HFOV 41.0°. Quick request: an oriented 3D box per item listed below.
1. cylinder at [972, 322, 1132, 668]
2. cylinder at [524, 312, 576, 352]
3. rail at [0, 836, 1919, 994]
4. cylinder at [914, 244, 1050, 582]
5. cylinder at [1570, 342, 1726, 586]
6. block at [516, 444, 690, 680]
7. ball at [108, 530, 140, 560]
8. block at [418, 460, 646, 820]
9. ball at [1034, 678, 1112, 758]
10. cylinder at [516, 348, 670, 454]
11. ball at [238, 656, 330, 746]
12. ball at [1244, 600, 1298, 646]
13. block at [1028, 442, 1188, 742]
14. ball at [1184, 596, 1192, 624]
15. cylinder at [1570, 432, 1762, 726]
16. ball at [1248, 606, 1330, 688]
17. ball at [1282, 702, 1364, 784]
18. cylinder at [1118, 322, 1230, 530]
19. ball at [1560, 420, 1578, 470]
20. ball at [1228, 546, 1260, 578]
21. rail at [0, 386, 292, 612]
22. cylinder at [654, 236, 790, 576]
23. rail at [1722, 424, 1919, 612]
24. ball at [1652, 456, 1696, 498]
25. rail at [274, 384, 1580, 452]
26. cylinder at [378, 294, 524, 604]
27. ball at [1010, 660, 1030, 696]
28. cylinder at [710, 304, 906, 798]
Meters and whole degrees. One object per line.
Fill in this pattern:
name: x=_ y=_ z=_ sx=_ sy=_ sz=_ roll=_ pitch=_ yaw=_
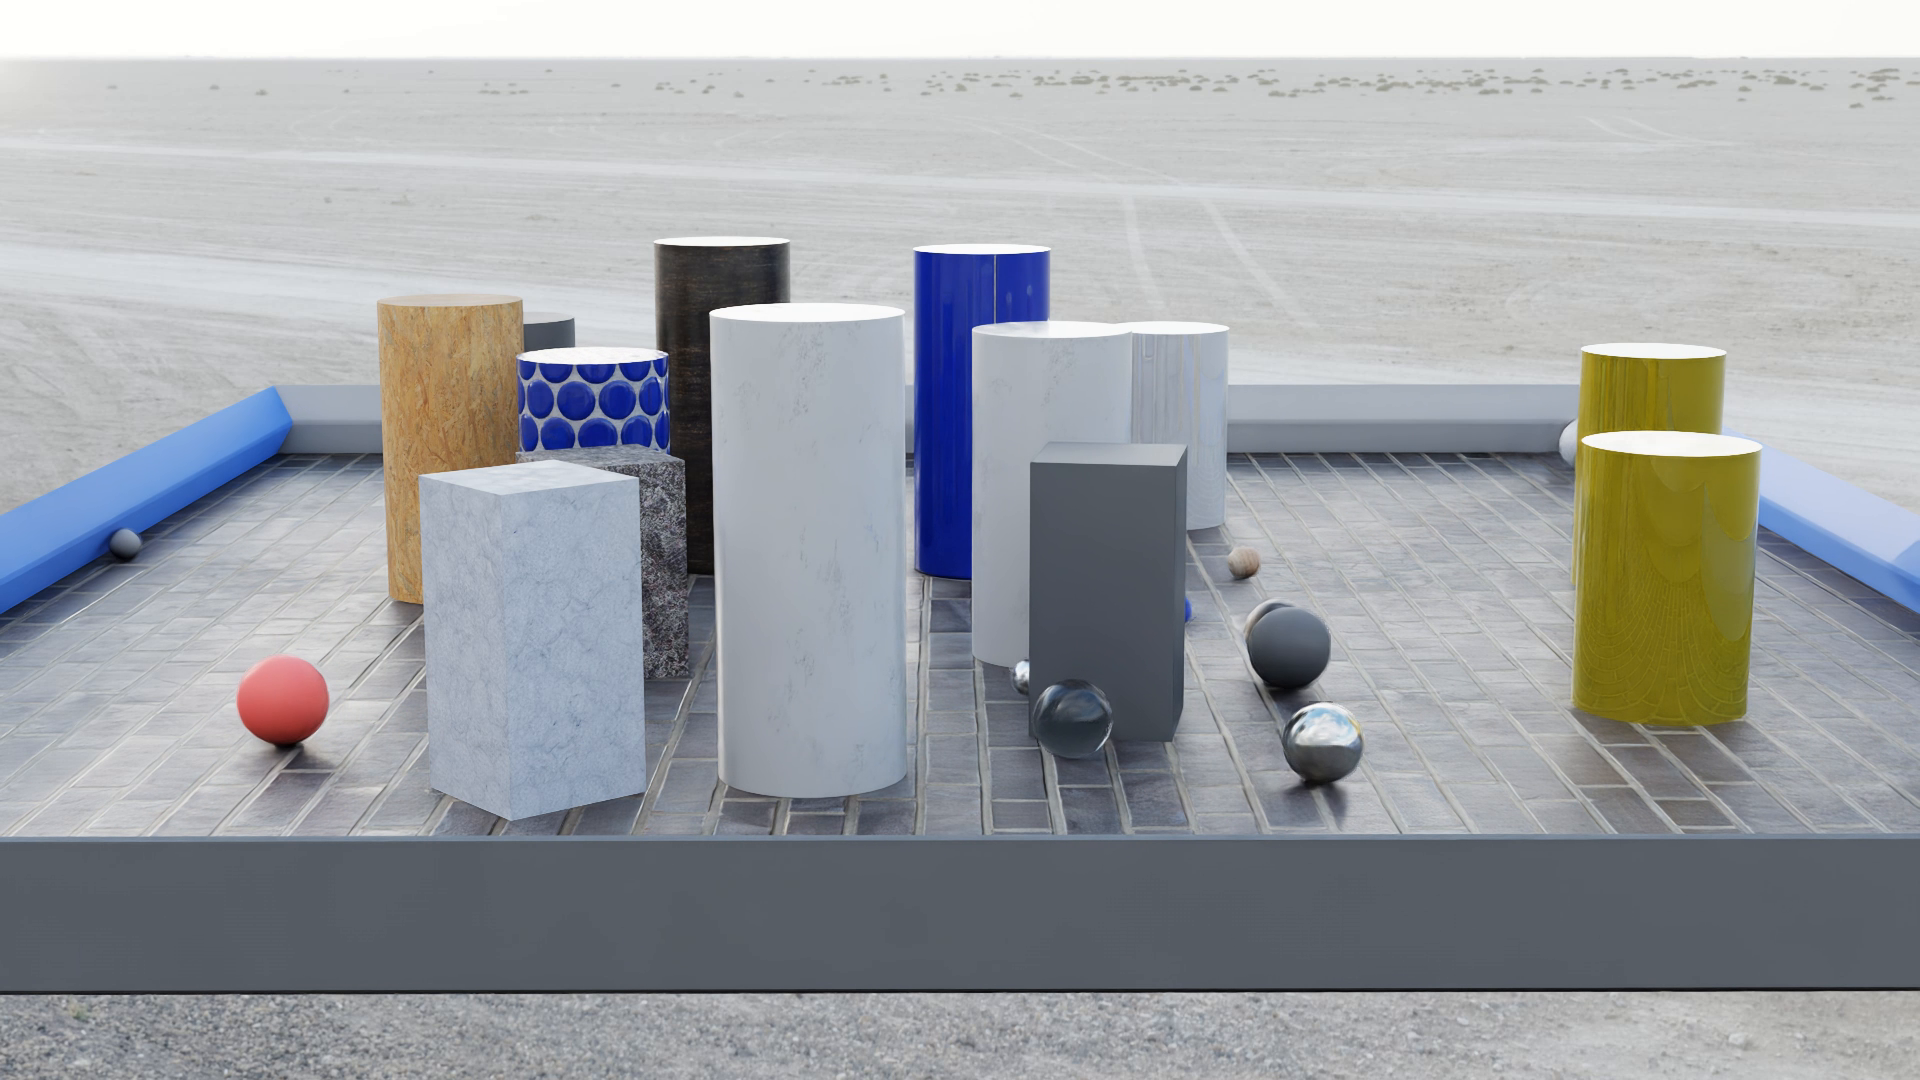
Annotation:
cylinder: x=0.113 y=-0.059 z=3.185 sx=0.197 sy=0.407 sz=0.197 roll=0 pitch=10 yaw=0
cylinder: x=-0.677 y=-0.160 z=3.878 sx=0.197 sy=0.353 sz=0.197 roll=0 pitch=10 yaw=0
rail: x=0.008 y=0.292 z=2.050 sx=2.583 sy=0.128 sz=0.045 roll=0 pitch=10 yaw=0
cylinder: x=0.031 y=-0.188 z=3.717 sx=0.197 sy=0.466 sz=0.197 roll=0 pitch=10 yaw=0
cylinder: x=0.969 y=-0.101 z=3.615 sx=0.197 sy=0.333 sz=0.197 roll=0 pitch=10 yaw=0
block: x=-0.434 y=0.028 z=3.113 sx=0.158 sy=0.262 sz=0.158 roll=-6 pitch=12 yaw=-27
ball: x=-1.245 y=0.007 z=3.823 sx=0.045 sy=0.045 sz=0.045 roll=0 pitch=10 yaw=0
block: x=-0.430 y=0.095 z=2.584 sx=0.158 sy=0.323 sz=0.158 roll=-9 pitch=14 yaw=-40
ball: x=0.120 y=0.190 z=2.728 sx=0.085 sy=0.085 sz=0.085 roll=0 pitch=10 yaw=0
cylinder: x=-0.480 y=-0.068 z=3.380 sx=0.197 sy=0.353 sz=0.197 roll=0 pitch=10 yaw=0
ball: x=-0.733 y=0.174 z=2.780 sx=0.097 sy=0.097 sz=0.097 roll=0 pitch=10 yaw=0
ball: x=0.390 y=0.113 z=3.152 sx=0.081 sy=0.081 sz=0.081 roll=0 pitch=10 yaw=0
block: x=0.166 y=0.054 z=2.856 sx=0.158 sy=0.305 sz=0.158 roll=2 pitch=11 yaw=9
ball: x=0.283 y=0.091 z=3.368 sx=0.045 sy=0.045 sz=0.045 roll=0 pitch=10 yaw=0
cylinder: x=0.805 y=0.040 z=2.932 sx=0.197 sy=0.304 sz=0.197 roll=0 pitch=10 yaw=0
ball: x=0.389 y=0.127 z=3.031 sx=0.097 sy=0.097 sz=0.097 roll=0 pitch=10 yaw=0
ball: x=0.372 y=0.208 z=2.632 sx=0.082 sy=0.082 sz=0.082 roll=0 pitch=10 yaw=0
cylinder: x=0.332 y=-0.186 z=4.133 sx=0.197 sy=0.312 sz=0.197 roll=0 pitch=10 yaw=0
ball: x=1.135 y=-0.172 z=4.644 sx=0.098 sy=0.098 sz=0.098 roll=0 pitch=10 yaw=0
ball: x=0.407 y=0.032 z=3.683 sx=0.046 sy=0.046 sz=0.046 roll=0 pitch=10 yaw=0
rail: x=-1.268 y=0.034 z=3.442 sx=0.045 sy=0.128 sz=2.892 roll=0 pitch=10 yaw=0
cylinder: x=-0.345 y=-0.200 z=3.762 sx=0.197 sy=0.474 sz=0.197 roll=0 pitch=10 yaw=0
rail: x=1.268 y=0.032 z=3.456 sx=0.045 sy=0.128 sz=2.892 roll=0 pitch=10 yaw=0
ball: x=1.214 y=-0.106 z=4.362 sx=0.071 sy=0.071 sz=0.071 roll=0 pitch=10 yaw=0
rail: x=-0.008 y=-0.226 z=4.847 sx=2.583 sy=0.128 sz=0.045 roll=0 pitch=10 yaw=0
cylinder: x=-0.701 y=-0.130 z=3.564 sx=0.197 sy=0.408 sz=0.197 roll=0 pitch=10 yaw=0
ball: x=0.080 y=0.161 z=2.994 sx=0.044 sy=0.044 sz=0.044 roll=0 pitch=10 yaw=0
cylinder: x=-0.154 y=0.006 z=2.635 sx=0.197 sy=0.480 sz=0.197 roll=0 pitch=10 yaw=0
